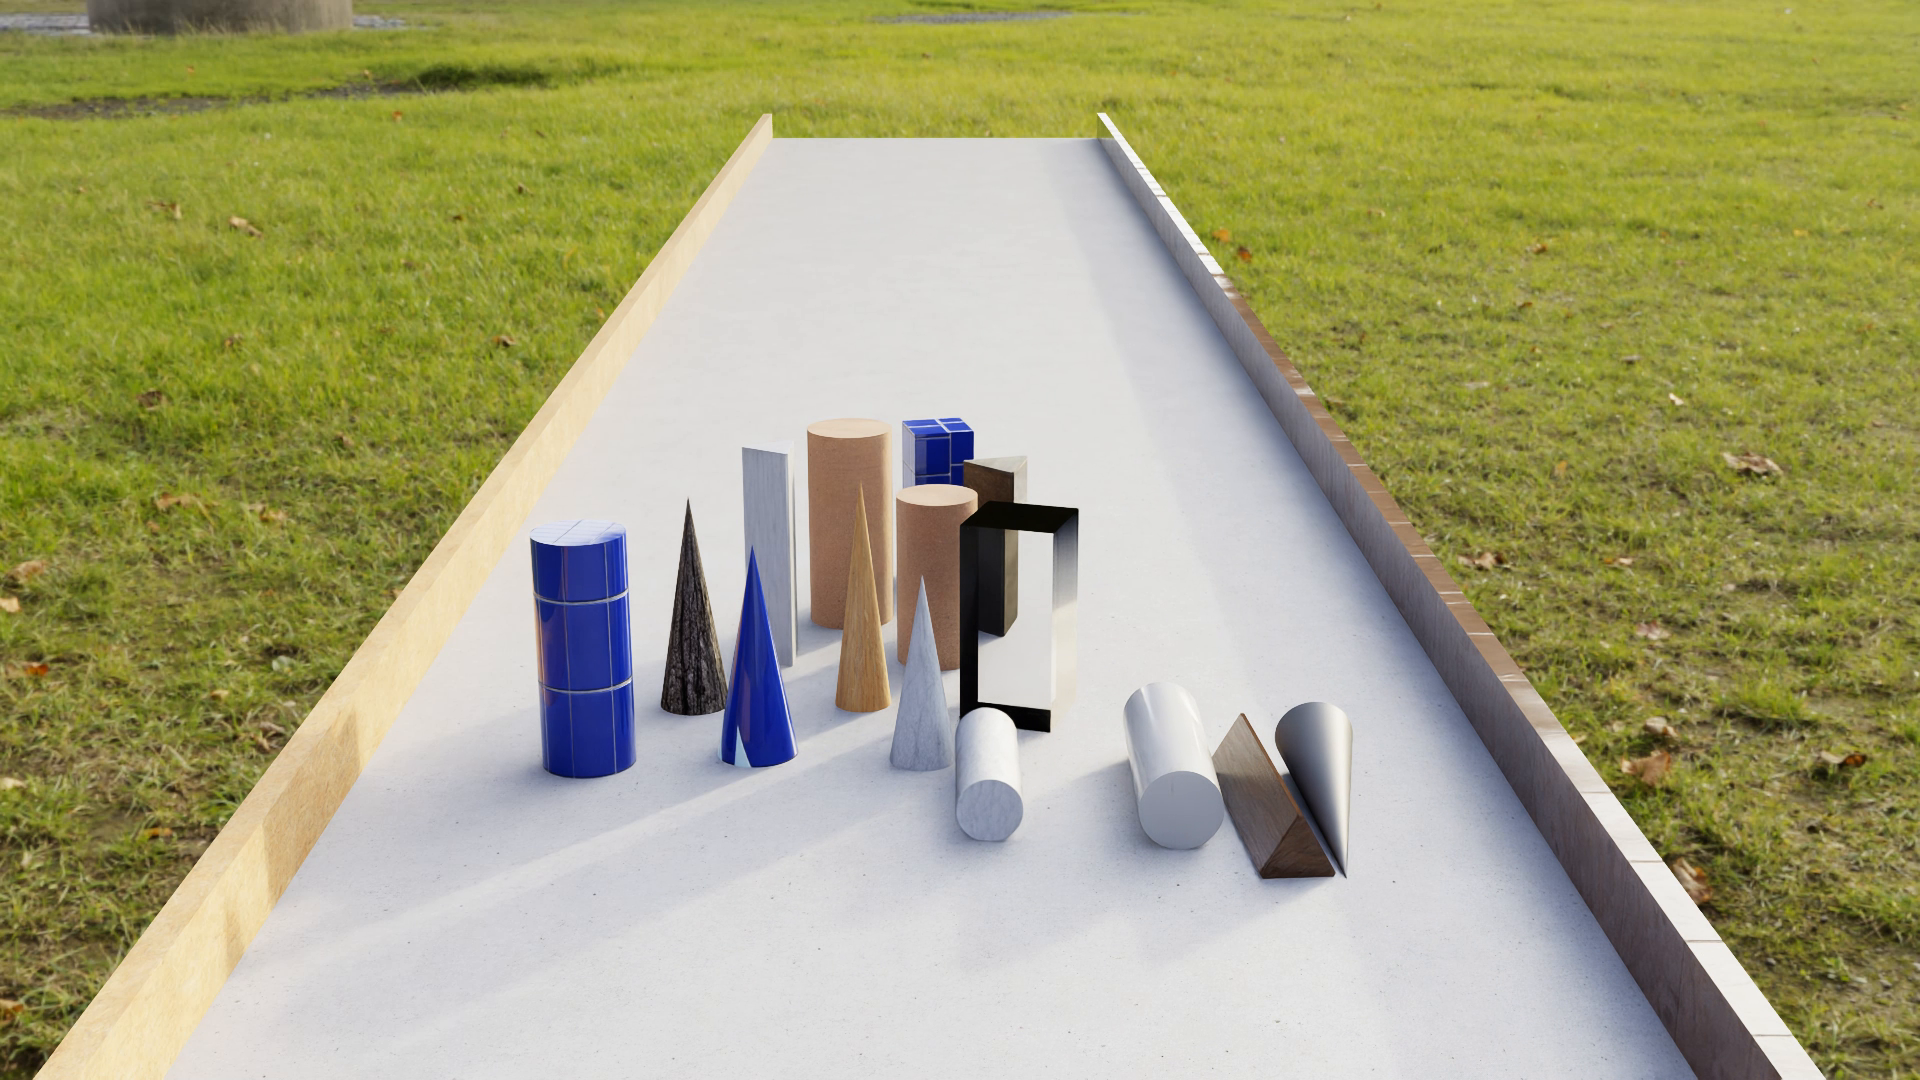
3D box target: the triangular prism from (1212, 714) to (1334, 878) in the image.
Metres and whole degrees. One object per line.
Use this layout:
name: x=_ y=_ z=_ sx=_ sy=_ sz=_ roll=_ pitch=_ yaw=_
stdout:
triangular prism: x=0.512 y=0.414 z=3.645 sx=0.118 sy=0.102 sz=0.448 roll=-1 pitch=17 yaw=-5

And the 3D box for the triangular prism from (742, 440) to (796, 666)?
triangular prism: x=-0.357 y=0.023 z=4.382 sx=0.109 sy=0.437 sz=0.094 roll=10 pitch=19 yaw=30

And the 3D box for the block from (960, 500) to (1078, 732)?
block: x=0.110 y=0.140 z=4.089 sx=0.176 sy=0.381 sz=0.176 roll=5 pitch=17 yaw=17

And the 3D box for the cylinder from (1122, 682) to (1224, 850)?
cylinder: x=0.357 y=0.375 z=3.724 sx=0.137 sy=0.137 sz=0.411 roll=0 pitch=17 yaw=0

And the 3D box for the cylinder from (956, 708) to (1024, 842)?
cylinder: x=0.047 y=0.392 z=3.716 sx=0.110 sy=0.110 sz=0.323 roll=0 pitch=17 yaw=0

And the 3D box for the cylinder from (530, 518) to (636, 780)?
cylinder: x=-0.657 y=0.190 z=3.845 sx=0.165 sy=0.424 sz=0.165 roll=0 pitch=17 yaw=0

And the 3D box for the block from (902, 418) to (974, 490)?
block: x=-0.049 y=-0.080 z=4.874 sx=0.132 sy=0.355 sz=0.132 roll=-4 pitch=17 yaw=-13

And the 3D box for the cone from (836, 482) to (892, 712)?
cone: x=-0.184 y=0.096 z=4.124 sx=0.107 sy=0.445 sz=0.107 roll=0 pitch=17 yaw=0

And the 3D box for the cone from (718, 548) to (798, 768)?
cone: x=-0.362 y=0.194 z=3.891 sx=0.145 sy=0.390 sz=0.145 roll=0 pitch=17 yaw=0

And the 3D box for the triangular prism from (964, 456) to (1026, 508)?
triangular prism: x=0.099 y=-0.004 z=4.648 sx=0.138 sy=0.337 sz=0.120 roll=15 pitch=22 yaw=41

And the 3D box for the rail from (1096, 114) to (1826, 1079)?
rail: x=0.932 y=-0.844 z=7.801 sx=0.050 sy=0.150 sz=12.000 roll=0 pitch=17 yaw=-1

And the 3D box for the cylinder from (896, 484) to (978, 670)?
cylinder: x=-0.046 y=0.074 z=4.382 sx=0.161 sy=0.340 sz=0.161 roll=0 pitch=17 yaw=0

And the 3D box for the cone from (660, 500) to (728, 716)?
cone: x=-0.503 y=0.113 z=4.125 sx=0.132 sy=0.411 sz=0.132 roll=0 pitch=17 yaw=0

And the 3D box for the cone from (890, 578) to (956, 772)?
cone: x=-0.066 y=0.224 z=3.868 sx=0.120 sy=0.345 sz=0.120 roll=0 pitch=17 yaw=0

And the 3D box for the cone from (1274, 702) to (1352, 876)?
cone: x=0.611 y=0.437 z=3.640 sx=0.136 sy=0.136 sz=0.445 roll=0 pitch=25 yaw=2

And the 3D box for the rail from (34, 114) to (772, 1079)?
rail: x=-1.118 y=-0.838 z=7.780 sx=0.050 sy=0.150 sz=12.000 roll=0 pitch=17 yaw=-1

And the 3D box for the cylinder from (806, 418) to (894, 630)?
cylinder: x=-0.229 y=-0.035 z=4.620 sx=0.176 sy=0.413 sz=0.176 roll=0 pitch=17 yaw=0
